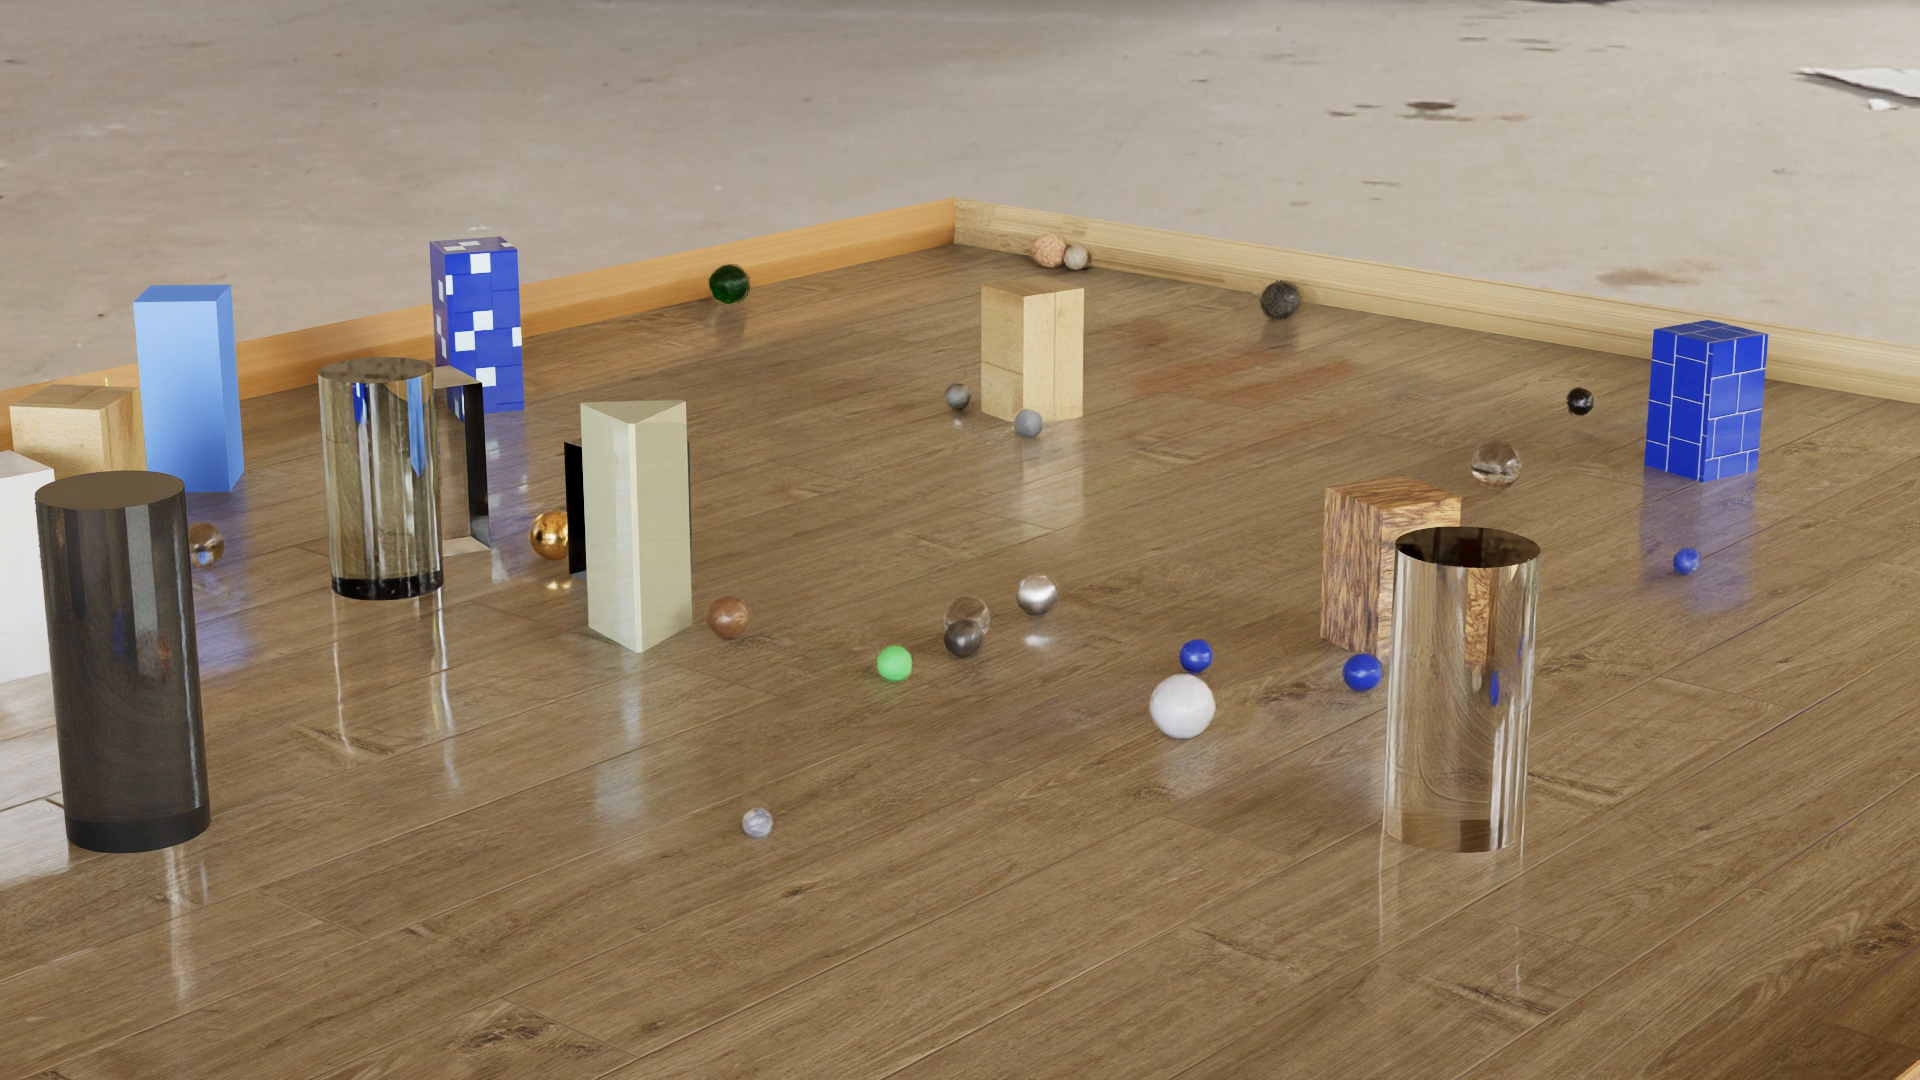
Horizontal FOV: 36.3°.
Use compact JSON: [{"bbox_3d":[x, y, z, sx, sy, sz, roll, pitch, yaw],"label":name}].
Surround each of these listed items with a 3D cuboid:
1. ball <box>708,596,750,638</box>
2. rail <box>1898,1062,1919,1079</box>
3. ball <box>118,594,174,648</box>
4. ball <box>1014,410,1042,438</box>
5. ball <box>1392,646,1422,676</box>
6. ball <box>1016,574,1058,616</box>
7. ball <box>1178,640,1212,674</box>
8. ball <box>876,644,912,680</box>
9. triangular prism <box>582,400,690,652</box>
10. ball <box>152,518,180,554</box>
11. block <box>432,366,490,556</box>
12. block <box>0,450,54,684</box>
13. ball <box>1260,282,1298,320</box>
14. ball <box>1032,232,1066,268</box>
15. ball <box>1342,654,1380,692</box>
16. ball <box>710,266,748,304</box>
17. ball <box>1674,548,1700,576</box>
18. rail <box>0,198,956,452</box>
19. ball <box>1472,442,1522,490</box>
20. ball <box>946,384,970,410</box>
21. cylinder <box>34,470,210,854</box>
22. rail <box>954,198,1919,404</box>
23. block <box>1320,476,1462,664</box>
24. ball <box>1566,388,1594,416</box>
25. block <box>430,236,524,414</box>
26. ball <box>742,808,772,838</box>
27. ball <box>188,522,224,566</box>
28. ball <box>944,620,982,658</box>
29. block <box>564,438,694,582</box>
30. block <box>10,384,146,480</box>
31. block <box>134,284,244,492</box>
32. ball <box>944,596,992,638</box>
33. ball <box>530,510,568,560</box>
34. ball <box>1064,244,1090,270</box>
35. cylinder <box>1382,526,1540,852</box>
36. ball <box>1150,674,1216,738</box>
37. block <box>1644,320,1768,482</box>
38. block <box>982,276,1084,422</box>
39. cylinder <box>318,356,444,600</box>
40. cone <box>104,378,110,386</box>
[{"bbox_3d":[-0.387,0.128,4.902,0.072,0.072,0.072,0,17,0],"label":"ball"},{"bbox_3d":[1.581,0.428,3.806,0.045,0.128,4.822,14,22,39],"label":"rail"},{"bbox_3d":[-1.348,0.133,4.856,0.089,0.089,0.089,0,17,0],"label":"ball"},{"bbox_3d":[0.144,-0.245,6.160,0.060,0.060,0.060,0,17,0],"label":"ball"},{"bbox_3d":[0.721,0.195,4.721,0.047,0.047,0.047,0,17,0],"label":"ball"},{"bbox_3d":[0.131,0.095,5.014,0.071,0.071,0.071,0,17,0],"label":"ball"},{"bbox_3d":[0.380,0.188,4.733,0.054,0.054,0.054,0,17,0],"label":"ball"},{"bbox_3d":[-0.104,0.197,4.699,0.057,0.057,0.057,0,17,0],"label":"ball"},{"bbox_3d":[-0.518,-0.033,4.886,0.147,0.389,0.170,-12,20,-34],"label":"triangular prism"},{"bbox_3d":[-1.461,-0.007,5.359,0.066,0.066,0.066,0,17,0],"label":"ball"},{"bbox_3d":[-0.972,-0.142,5.374,0.157,0.315,0.157,-10,19,-29],"label":"block"},{"bbox_3d":[-1.555,0.045,4.725,0.157,0.333,0.157,-15,22,-40],"label":"block"},{"bbox_3d":[0.790,-0.591,7.247,0.095,0.095,0.095,0,17,0],"label":"ball"},{"bbox_3d":[0.238,-0.776,7.864,0.094,0.094,0.094,0,17,0],"label":"ball"},{"bbox_3d":[0.637,0.210,4.648,0.061,0.061,0.061,0,17,0],"label":"ball"},{"bbox_3d":[-0.587,-0.648,7.435,0.096,0.096,0.096,0,17,0],"label":"ball"},{"bbox_3d":[1.298,0.040,5.238,0.047,0.047,0.047,0,17,0],"label":"ball"},{"bbox_3d":[-1.581,-0.364,6.434,0.045,0.128,4.822,14,22,39],"label":"rail"},{"bbox_3d":[1.055,-0.146,5.767,0.097,0.097,0.097,0,17,0],"label":"ball"},{"bbox_3d":[-0.004,-0.314,6.394,0.056,0.056,0.056,0,17,0],"label":"ball"},{"bbox_3d":[-1.153,0.167,4.047,0.197,0.491,0.197,0,17,0],"label":"cylinder"},{"bbox_3d":[1.565,-0.488,6.846,4.234,0.128,0.045,14,22,39],"label":"rail"},{"bbox_3d":[0.710,0.046,4.845,0.157,0.261,0.157,-9,19,-28],"label":"block"},{"bbox_3d":[1.342,-0.299,6.343,0.058,0.058,0.058,0,17,0],"label":"ball"},{"bbox_3d":[-1.051,-0.466,6.381,0.157,0.356,0.157,-7,18,-21],"label":"block"},{"bbox_3d":[-0.281,0.393,4.075,0.042,0.042,0.042,0,17,0],"label":"ball"},{"bbox_3d":[-1.367,0.008,5.284,0.082,0.082,0.082,0,17,0],"label":"ball"},{"bbox_3d":[0.005,0.161,4.808,0.062,0.062,0.062,0,17,0],"label":"ball"},{"bbox_3d":[-0.588,-0.055,5.208,0.157,0.246,0.157,-16,23,-42],"label":"block"},{"bbox_3d":[-1.477,-0.053,4.952,0.157,0.389,0.157,3,17,9],"label":"block"},{"bbox_3d":[-1.518,-0.299,5.782,0.157,0.382,0.157,-1,17,-3],"label":"block"},{"bbox_3d":[0.013,0.132,4.876,0.079,0.079,0.079,0,17,0],"label":"ball"},{"bbox_3d":[-0.737,-0.009,5.326,0.090,0.090,0.090,0,17,0],"label":"ball"},{"bbox_3d":[0.312,-0.755,7.841,0.067,0.067,0.067,0,17,0],"label":"ball"},{"bbox_3d":[0.693,0.205,4.060,0.197,0.410,0.197,0,17,0],"label":"cylinder"},{"bbox_3d":[0.338,0.252,4.446,0.098,0.098,0.098,0,17,0],"label":"ball"},{"bbox_3d":[1.499,-0.281,5.895,0.157,0.282,0.157,-11,20,-33],"label":"block"},{"bbox_3d":[0.155,-0.409,6.319,0.157,0.282,0.157,-11,20,-33],"label":"block"},{"bbox_3d":[-1.013,-0.109,5.138,0.197,0.389,0.197,0,17,0],"label":"cylinder"},{"bbox_3d":[-1.560,-0.149,5.398,0.197,0.316,0.197,0,17,0],"label":"cone"}]
